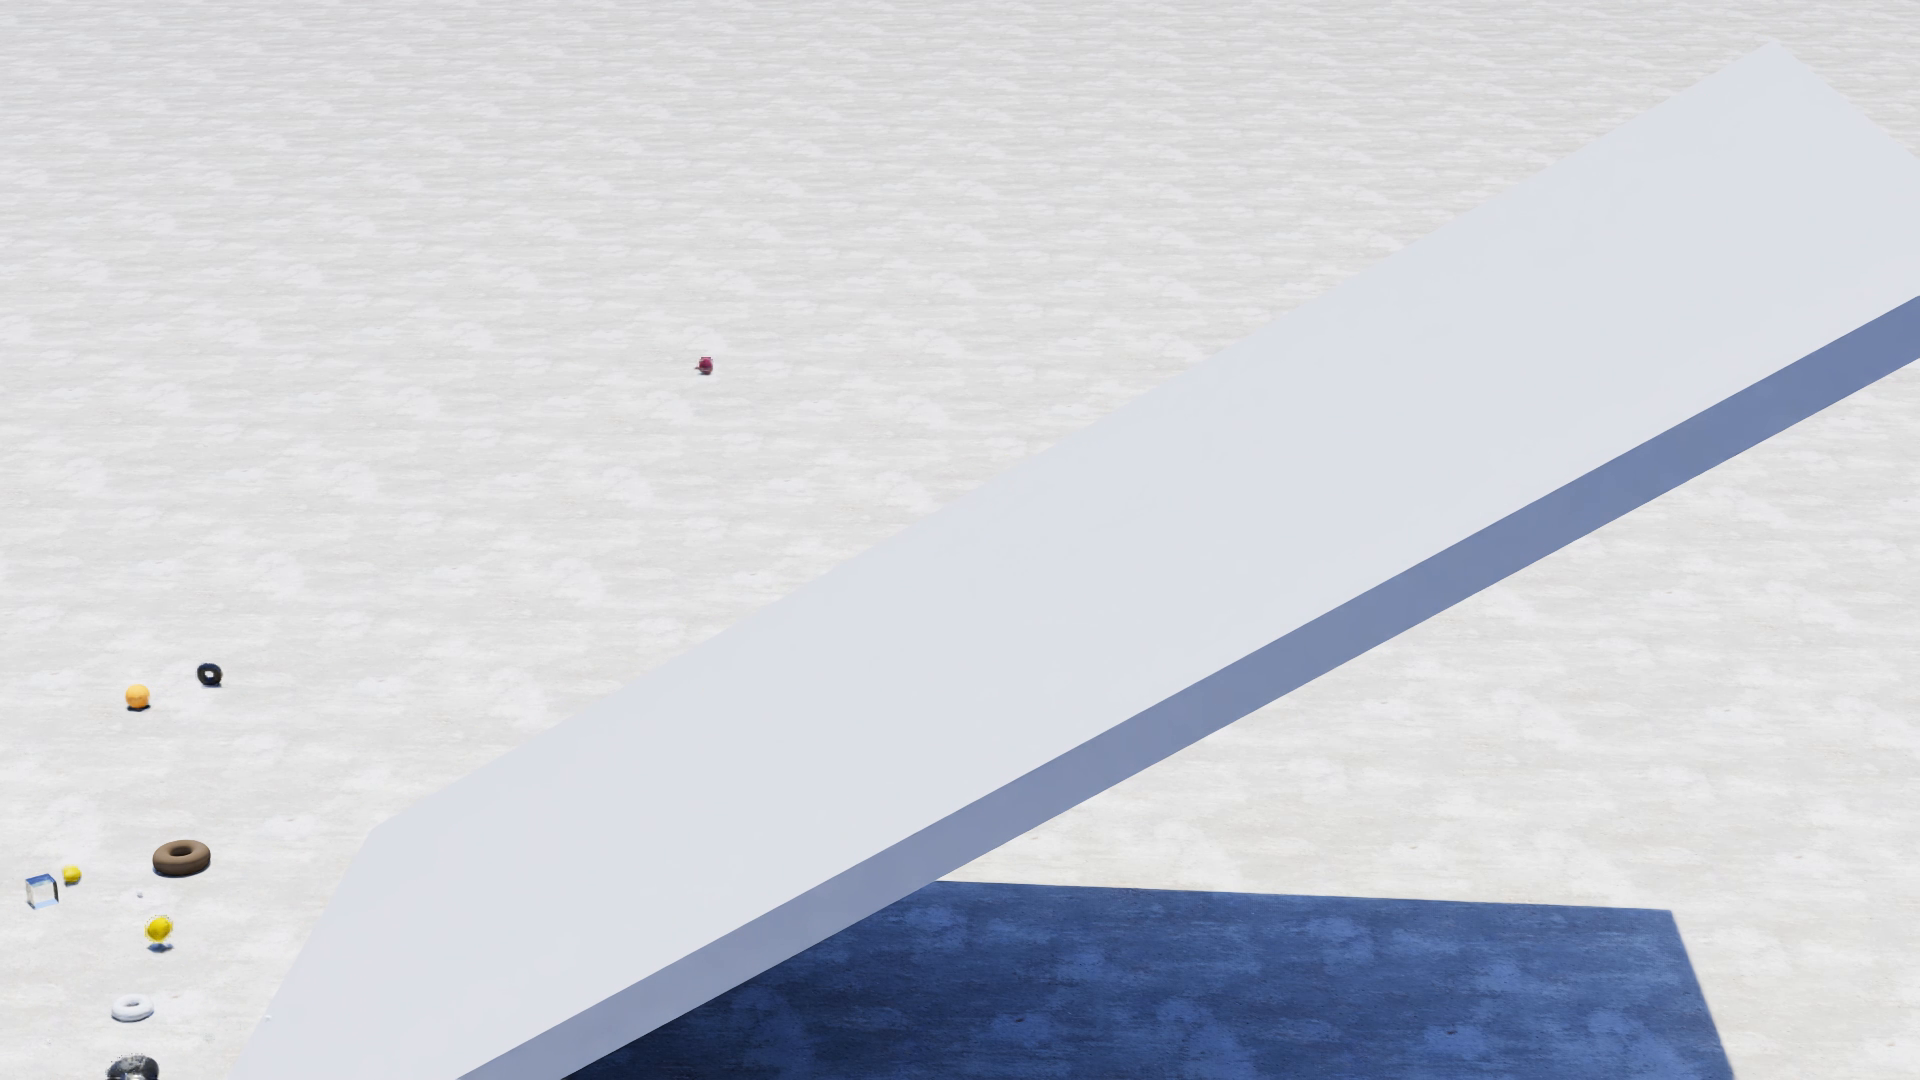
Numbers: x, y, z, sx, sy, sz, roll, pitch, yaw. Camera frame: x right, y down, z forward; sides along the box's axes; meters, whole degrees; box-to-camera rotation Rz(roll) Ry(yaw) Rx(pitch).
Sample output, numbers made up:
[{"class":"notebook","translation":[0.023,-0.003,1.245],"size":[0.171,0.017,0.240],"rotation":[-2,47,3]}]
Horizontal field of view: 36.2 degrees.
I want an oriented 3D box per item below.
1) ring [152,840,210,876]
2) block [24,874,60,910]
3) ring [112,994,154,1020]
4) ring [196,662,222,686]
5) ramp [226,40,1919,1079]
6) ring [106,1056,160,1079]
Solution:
[{"class":"ring","translation":[-2.020,0.824,7.633],"size":[0.148,0.049,0.148],"rotation":[0,20,0]},{"class":"block","translation":[-2.320,0.888,7.432],"size":[0.061,0.061,0.061],"rotation":[-13,23,-34]},{"class":"ring","translation":[-1.937,1.094,6.885],"size":[0.098,0.033,0.098],"rotation":[1,20,0]},{"class":"ring","translation":[-2.246,0.402,8.803],"size":[0.077,0.077,0.026],"rotation":[-2,31,-5]},{"class":"ramp","translation":[0.141,0.169,6.288],"size":[4.000,0.100,2.000],"rotation":[-29,15,13]},{"class":"ring","translation":[-1.852,1.194,6.588],"size":[0.116,0.039,0.116],"rotation":[-1,20,0]}]
